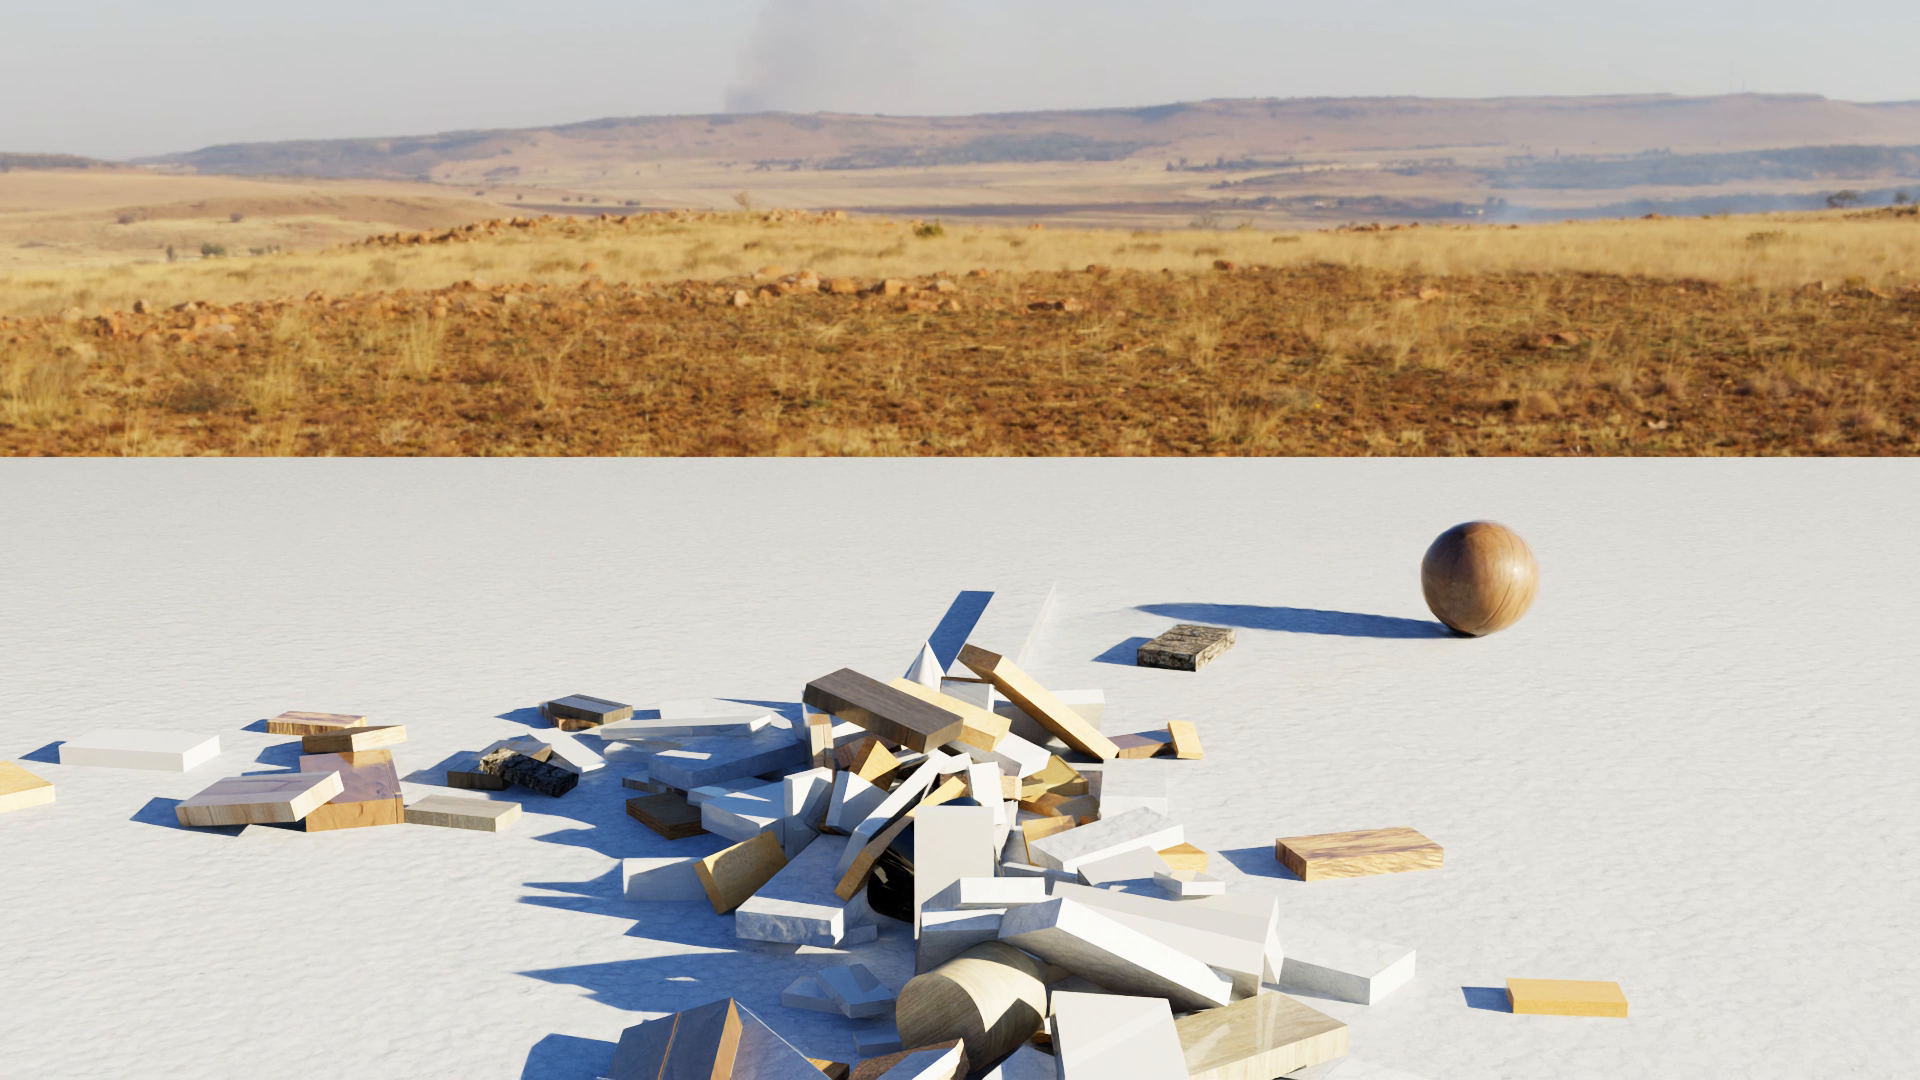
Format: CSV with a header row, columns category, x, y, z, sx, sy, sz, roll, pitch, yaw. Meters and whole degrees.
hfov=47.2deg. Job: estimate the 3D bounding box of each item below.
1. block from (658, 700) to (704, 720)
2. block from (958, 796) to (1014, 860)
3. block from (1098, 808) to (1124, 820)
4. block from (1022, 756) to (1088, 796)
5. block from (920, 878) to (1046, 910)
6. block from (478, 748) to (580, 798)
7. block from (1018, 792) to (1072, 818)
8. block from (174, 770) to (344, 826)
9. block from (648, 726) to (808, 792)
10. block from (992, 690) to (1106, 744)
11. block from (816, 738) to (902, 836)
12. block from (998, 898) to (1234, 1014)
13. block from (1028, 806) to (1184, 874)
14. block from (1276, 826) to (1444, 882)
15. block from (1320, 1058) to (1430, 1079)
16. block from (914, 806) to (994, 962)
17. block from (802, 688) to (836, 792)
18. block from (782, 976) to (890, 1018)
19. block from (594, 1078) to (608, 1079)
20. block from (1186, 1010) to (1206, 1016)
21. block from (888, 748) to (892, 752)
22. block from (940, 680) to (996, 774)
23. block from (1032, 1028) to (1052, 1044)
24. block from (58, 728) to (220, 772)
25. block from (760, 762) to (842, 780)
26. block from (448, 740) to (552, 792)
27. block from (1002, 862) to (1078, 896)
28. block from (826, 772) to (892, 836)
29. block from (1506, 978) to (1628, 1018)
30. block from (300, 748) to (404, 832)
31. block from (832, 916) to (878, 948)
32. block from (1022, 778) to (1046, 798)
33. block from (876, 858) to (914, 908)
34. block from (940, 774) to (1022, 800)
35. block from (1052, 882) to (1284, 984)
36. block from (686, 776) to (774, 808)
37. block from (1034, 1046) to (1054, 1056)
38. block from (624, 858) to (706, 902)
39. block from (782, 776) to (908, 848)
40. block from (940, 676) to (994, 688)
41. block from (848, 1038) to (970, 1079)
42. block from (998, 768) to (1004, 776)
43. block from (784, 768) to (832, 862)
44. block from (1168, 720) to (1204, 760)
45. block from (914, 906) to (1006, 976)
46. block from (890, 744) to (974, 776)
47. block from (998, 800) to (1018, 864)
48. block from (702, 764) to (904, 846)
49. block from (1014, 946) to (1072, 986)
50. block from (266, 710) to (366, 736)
category,x,y,z,sx,sy,sz,roll,pitch,yaw
block,-0.597,0.381,4.721,0.091,0.026,0.183,-2,11,-10
block,0.014,0.505,3.824,0.131,0.037,0.262,1,11,7
block,0.301,0.496,3.907,0.106,0.015,0.053,7,7,-3
block,0.176,0.461,4.290,0.093,0.026,0.185,-3,11,-16
block,0.030,0.518,3.133,0.119,0.034,0.238,2,-18,-14
block,-0.832,0.449,4.247,0.170,0.024,0.085,18,14,12
block,0.174,0.497,4.116,0.136,0.019,0.068,10,14,43
block,-1.281,0.473,4.020,0.273,0.039,0.136,-6,16,25
block,-0.447,0.426,4.305,0.294,0.042,0.147,-12,16,-41
block,0.161,0.367,4.526,0.258,0.129,0.037,-1,47,-8
block,-0.174,0.444,3.820,0.026,0.182,0.091,13,-25,38
block,0.214,0.575,3.024,0.293,0.042,0.147,28,-28,-22
block,0.249,0.515,3.740,0.236,0.033,0.118,-14,15,-25
block,0.692,0.544,3.818,0.257,0.036,0.128,-3,11,-16
block,0.490,0.737,2.764,0.146,0.041,0.292,7,13,34
block,-0.009,0.526,3.360,0.119,0.239,0.034,1,11,3
block,-0.257,0.364,3.992,0.037,0.130,0.259,-5,11,-7
block,-0.181,0.666,3.206,0.142,0.020,0.071,4,11,19
block,-0.384,0.702,2.575,0.311,0.044,0.156,-7,16,45
block,0.392,0.686,3.096,0.139,0.020,0.069,0,11,0
block,-0.100,0.403,4.412,0.161,0.023,0.081,-23,38,-18
block,0.007,0.376,4.269,0.100,0.201,0.028,4,-5,20
block,0.150,0.686,3.038,0.049,0.014,0.097,-1,-6,-43
block,-1.660,0.425,4.453,0.273,0.039,0.136,2,11,11
block,-0.339,0.449,4.357,0.347,0.026,0.091,7,13,34
block,-0.910,0.445,4.358,0.115,0.033,0.230,3,11,14
block,0.135,0.571,3.587,0.136,0.068,0.019,5,12,27
block,-0.158,0.474,3.790,0.027,0.095,0.191,-1,-24,33
block,0.881,0.666,3.199,0.160,0.023,0.080,1,11,5
block,-1.157,0.472,4.172,0.172,0.049,0.345,-3,11,-18
block,-0.210,0.607,3.513,0.085,0.024,0.171,-6,12,-29
block,0.092,0.475,4.151,0.136,0.019,0.068,-9,2,-2
block,-0.110,0.573,3.692,0.085,0.024,0.171,-2,11,-12
block,0.039,0.444,3.943,0.131,0.037,0.262,2,-8,4
block,0.297,0.564,3.159,0.314,0.044,0.157,7,-27,20
block,-0.415,0.478,4.121,0.095,0.027,0.189,10,7,30
block,0.170,0.706,2.990,0.139,0.020,0.069,-4,11,-19
block,-0.488,0.561,3.639,0.134,0.067,0.019,0,11,-2
block,-0.221,0.495,4.046,0.172,0.049,0.345,9,14,39
block,0.006,0.370,4.300,0.100,0.201,0.028,3,-5,20
block,-0.090,0.708,2.760,0.144,0.041,0.287,-16,3,14
block,0.048,0.414,3.918,0.053,0.015,0.106,2,-8,5
block,-0.260,0.483,3.777,0.085,0.171,0.024,-10,14,-42
block,0.460,0.407,4.487,0.052,0.015,0.104,6,32,-12
block,0.000,0.591,3.136,0.119,0.239,0.034,-1,55,-5
block,-0.062,0.415,4.164,0.184,0.026,0.092,4,-32,-39
block,0.023,0.521,3.940,0.131,0.037,0.262,1,11,8
block,-0.267,0.472,3.904,0.345,0.049,0.172,-9,14,-41
block,0.134,0.608,3.304,0.120,0.034,0.239,23,12,27
block,-1.365,0.392,4.667,0.183,0.026,0.091,2,11,13
